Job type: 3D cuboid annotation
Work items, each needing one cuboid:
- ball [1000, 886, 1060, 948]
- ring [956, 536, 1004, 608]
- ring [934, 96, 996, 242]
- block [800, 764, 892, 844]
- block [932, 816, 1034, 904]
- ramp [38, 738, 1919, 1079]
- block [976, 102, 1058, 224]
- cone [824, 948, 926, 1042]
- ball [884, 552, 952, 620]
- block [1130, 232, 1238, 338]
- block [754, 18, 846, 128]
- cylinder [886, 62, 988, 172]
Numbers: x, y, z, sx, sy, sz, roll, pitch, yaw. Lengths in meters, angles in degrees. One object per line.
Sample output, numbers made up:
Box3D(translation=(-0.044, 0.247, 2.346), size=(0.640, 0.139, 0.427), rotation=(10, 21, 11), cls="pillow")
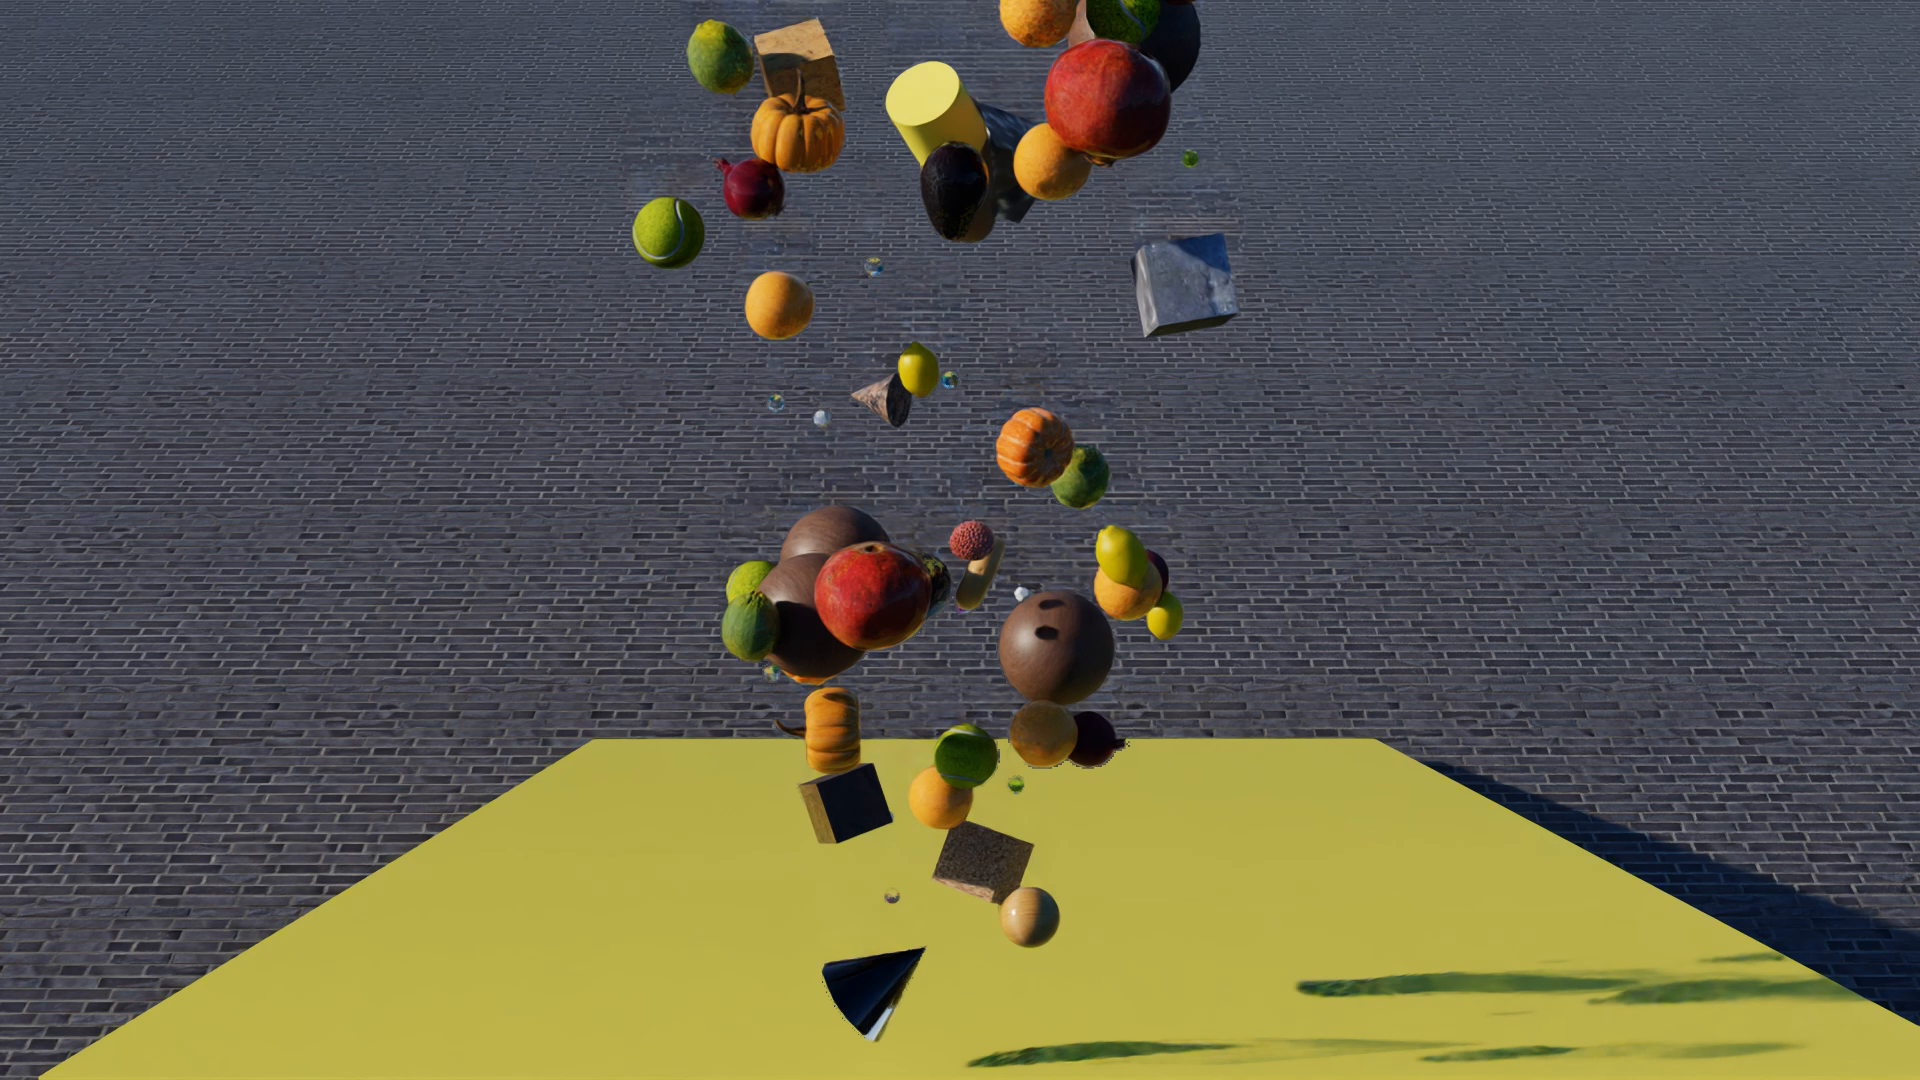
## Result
Box3D(translation=(0.069, 0.371, 2.543), size=(0.060, 0.060, 0.060), rotation=(0, 29, 0), cls="ball")
Box3D(translation=(0.021, 0.032, 2.611), size=(0.027, 0.081, 0.081), rotation=(26, 30, -3), cls="ring")
Box3D(translation=(0.003, -0.361, 2.503), size=(0.049, 0.146, 0.146), rotation=(-7, 28, 6), cls="ring")
Box3D(translation=(-0.127, 0.292, 2.867), size=(0.069, 0.069, 0.069), rotation=(-19, 1, -21), cls="block")
Box3D(translation=(0.027, 0.368, 2.950), size=(0.076, 0.076, 0.076), rotation=(18, -5, 23), cls="block")
Box3D(translation=(0.064, 0.576, 4.620), size=(2.000, 0.100, 4.000), rotation=(0, 0, 0), cls="ramp")
Box3D(translation=(0.038, -0.382, 2.617), size=(0.076, 0.076, 0.076), rotation=(13, 38, -33), cls="block")
Box3D(translation=(-0.072, 0.445, 2.645), size=(0.097, 0.097, 0.097), rotation=(-38, 28, 11), cls="cone")
Box3D(translation=(-0.043, 0.047, 2.630), size=(0.070, 0.070, 0.070), rotation=(0, 29, 0), cls="ball")
Box3D(translation=(0.216, -0.245, 2.496), size=(0.078, 0.078, 0.078), rotation=(-10, -3, -7), cls="block")
Box3D(translation=(-0.160, -0.465, 2.573), size=(0.068, 0.068, 0.068), rotation=(-17, 46, -5), cls="block")
Box3D(translation=(-0.021, -0.393, 2.401), size=(0.073, 0.073, 0.073), rotation=(-11, 58, 18), cls="cylinder")
